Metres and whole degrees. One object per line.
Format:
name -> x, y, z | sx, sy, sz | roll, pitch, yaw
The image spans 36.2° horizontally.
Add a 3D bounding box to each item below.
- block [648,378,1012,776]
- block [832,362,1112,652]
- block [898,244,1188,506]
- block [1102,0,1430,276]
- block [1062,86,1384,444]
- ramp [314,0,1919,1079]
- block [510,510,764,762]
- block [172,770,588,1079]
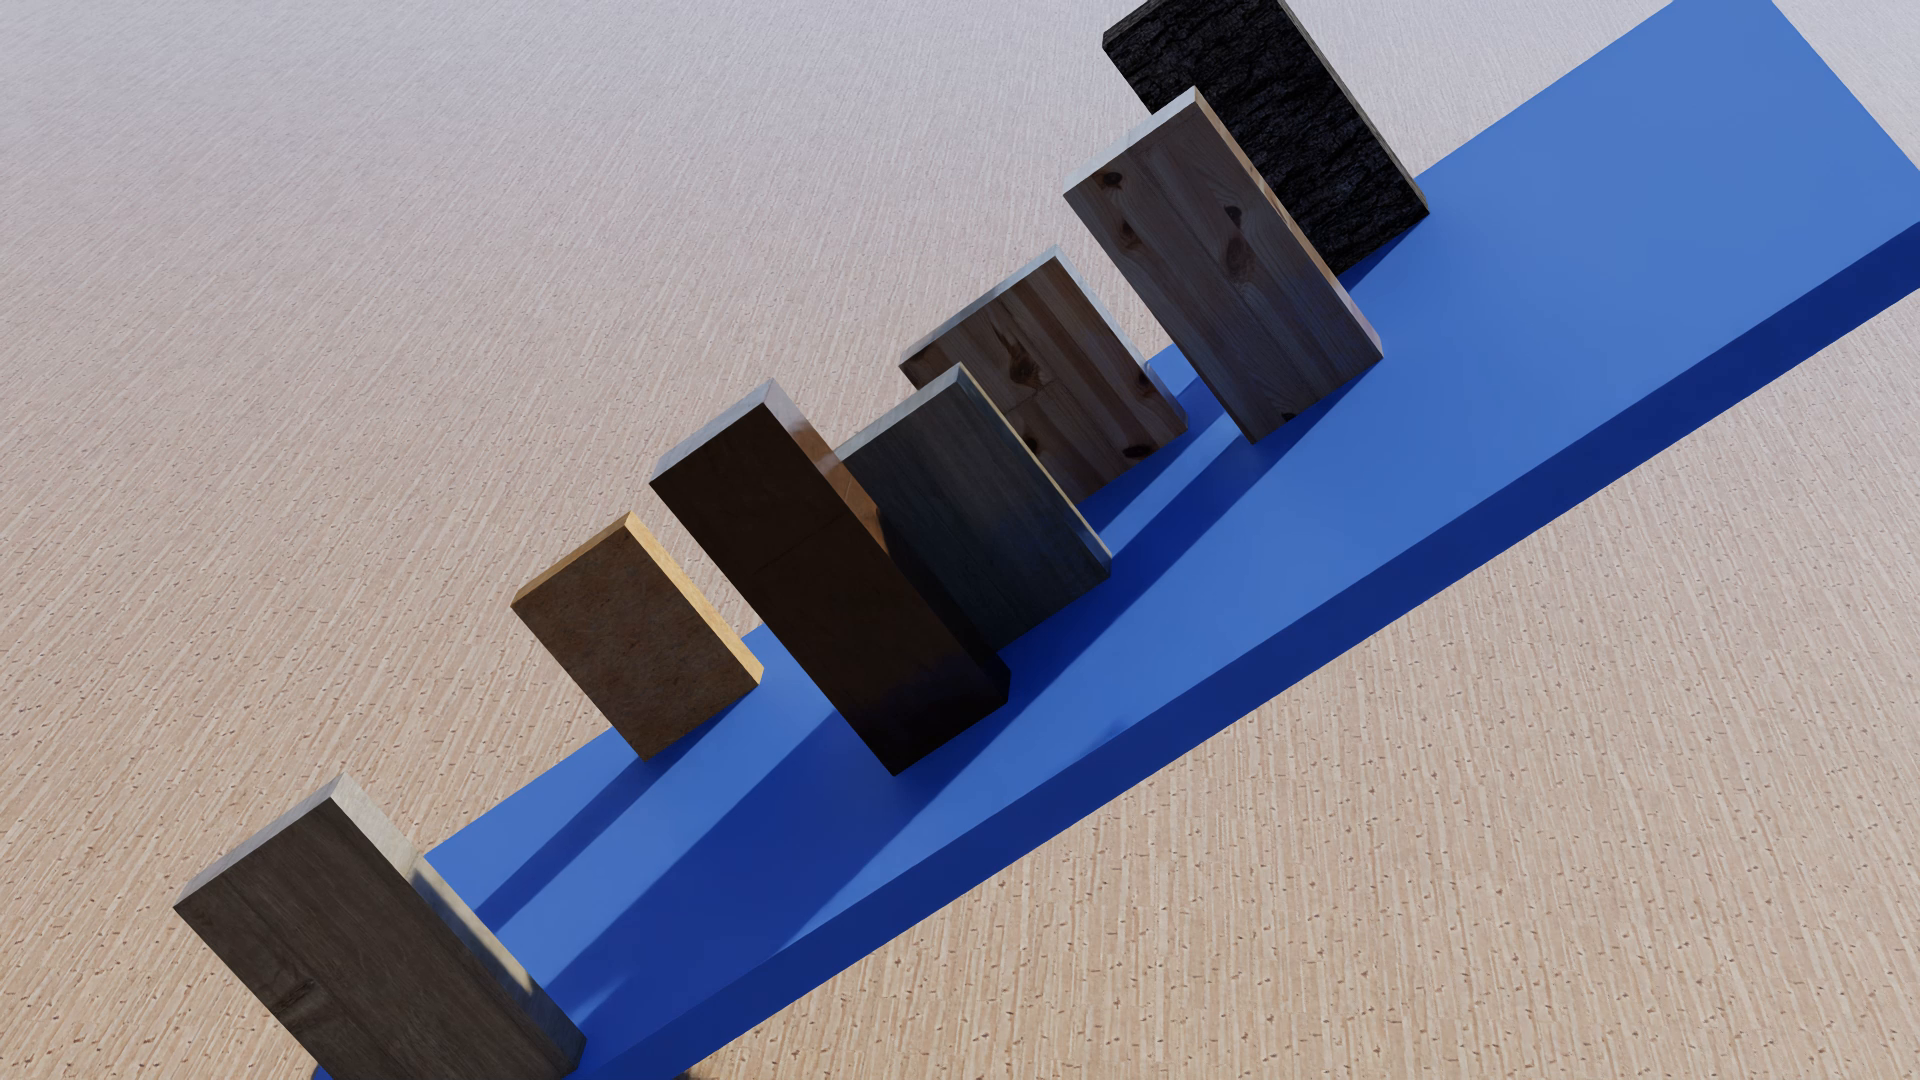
block -> -0.250, 0.078, 5.815 | 0.286, 0.778, 0.144 | -34, 16, 16
block -> 0.002, -0.041, 6.061 | 0.384, 0.523, 0.123 | -34, 16, 16
block -> 0.186, -0.331, 6.514 | 0.430, 0.493, 0.095 | -34, 16, 16
block -> 0.690, -0.940, 6.628 | 0.371, 0.741, 0.147 | -34, 16, 16
block -> 0.541, -0.560, 6.036 | 0.328, 0.664, 0.130 | -34, 16, 16
ramp -> 0.129, 0.179, 6.321 | 4.000, 0.100, 2.000 | -34, 16, 16
block -> -0.774, 0.234, 7.070 | 0.359, 0.508, 0.097 | -34, 16, 16
block -> -1.124, 0.846, 5.729 | 0.414, 0.727, 0.108 | -34, 16, 16
